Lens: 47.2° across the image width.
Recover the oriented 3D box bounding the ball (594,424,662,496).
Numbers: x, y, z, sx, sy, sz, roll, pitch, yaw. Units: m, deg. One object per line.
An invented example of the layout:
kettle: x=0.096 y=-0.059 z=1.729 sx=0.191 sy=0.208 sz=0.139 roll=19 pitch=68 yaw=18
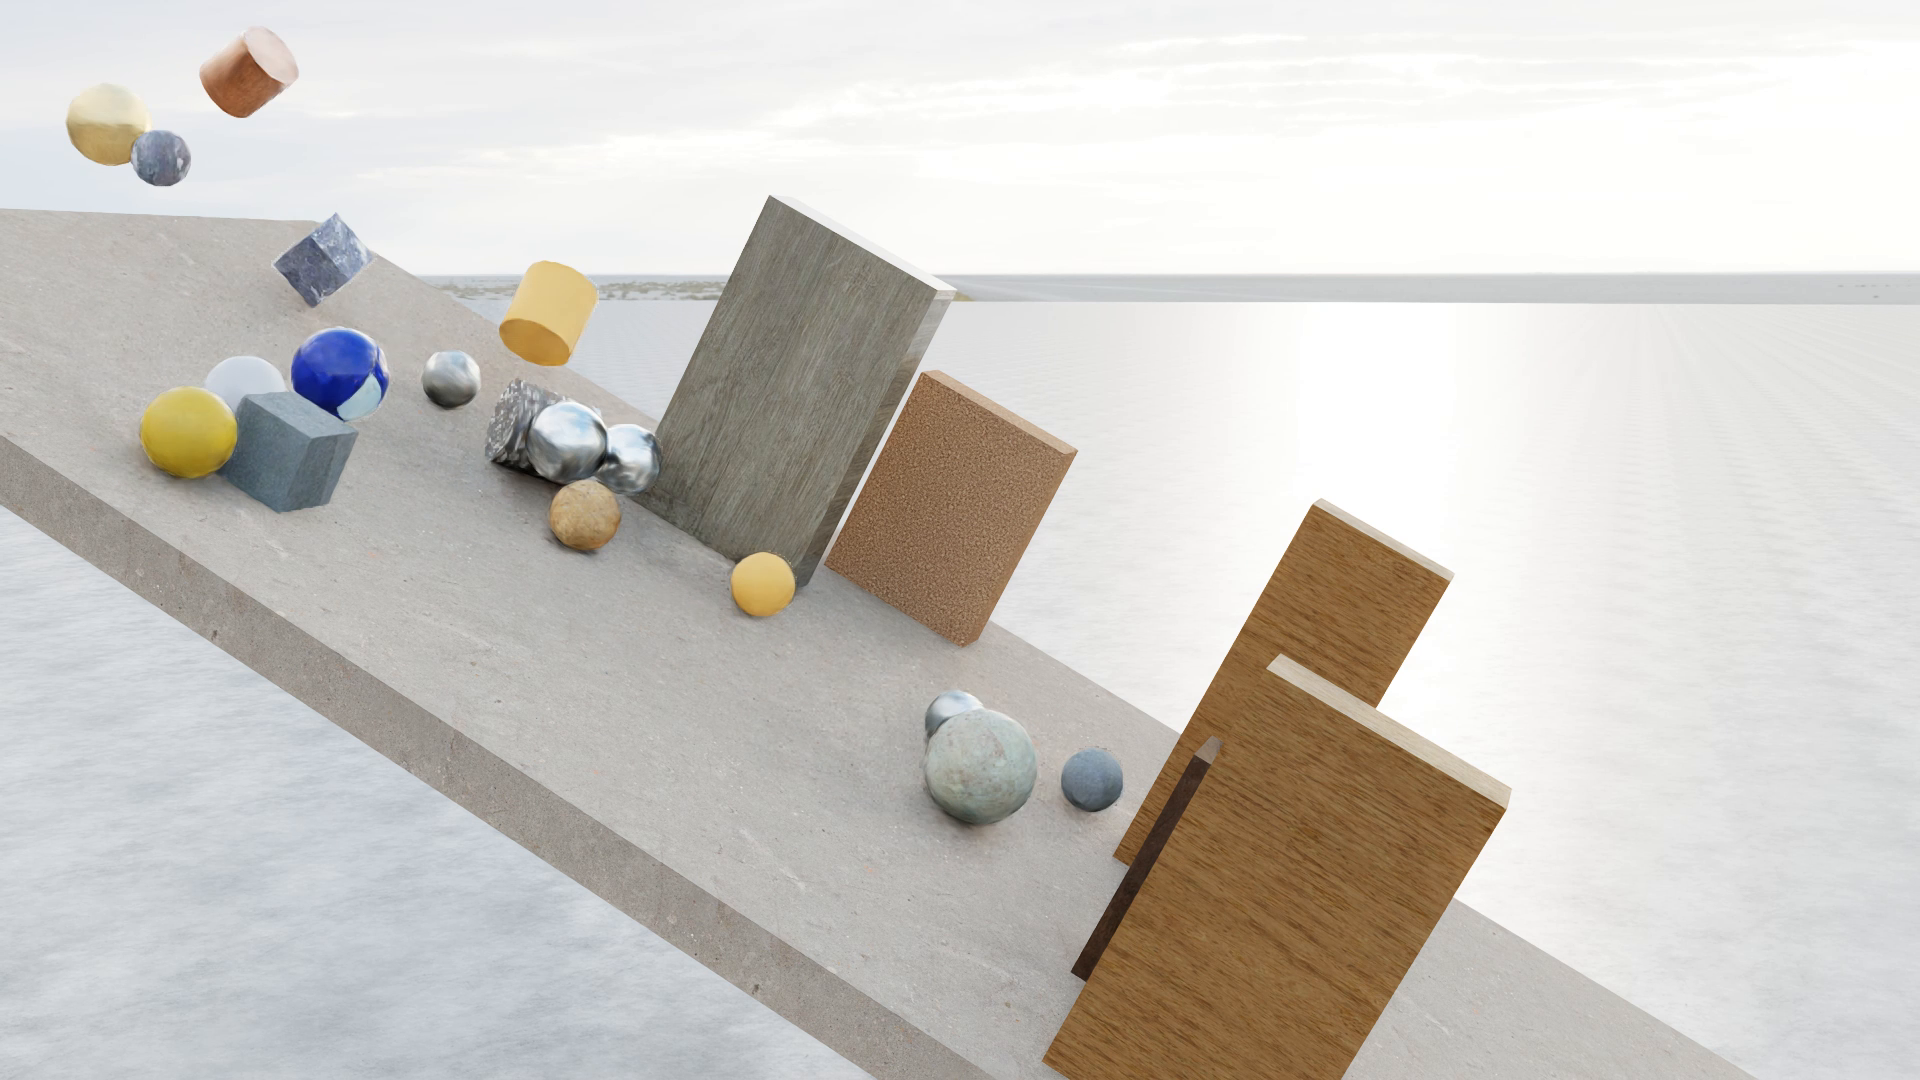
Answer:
ball: x=-0.679 y=-0.164 z=4.474 sx=0.146 sy=0.146 sz=0.146 roll=0 pitch=7 yaw=0

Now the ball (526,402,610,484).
ball: x=-0.766 y=-0.189 z=4.291 sx=0.161 sy=0.161 sz=0.161 roll=0 pitch=7 yaw=0

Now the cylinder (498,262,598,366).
cylinder: x=-0.937 y=-0.514 z=5.007 sx=0.171 sy=0.171 sz=0.171 roll=13 pitch=-31 yaw=8

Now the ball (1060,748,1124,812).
ball: x=0.253 y=0.460 z=4.207 sx=0.121 sy=0.121 sz=0.121 roll=0 pitch=7 yaw=0

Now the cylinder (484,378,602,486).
cylinder: x=-0.843 y=-0.214 z=4.447 sx=0.175 sy=0.175 sz=0.175 roll=21 pitch=-3 yaw=-27

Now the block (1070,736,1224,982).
block: x=0.413 y=0.573 z=3.493 sx=0.289 sy=0.415 sz=0.150 roll=31 pitch=14 yaw=12

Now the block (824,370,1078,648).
block: x=-0.022 y=-0.071 z=4.823 sx=0.363 sy=0.486 sz=0.120 roll=31 pitch=14 yaw=12

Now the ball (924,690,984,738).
ball: x=-0.009 y=0.342 z=4.145 sx=0.117 sy=0.117 sz=0.117 roll=0 pitch=7 yaw=0

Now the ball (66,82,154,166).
ball: x=-1.707 y=-0.834 z=4.415 sx=0.164 sy=0.164 sz=0.164 roll=0 pitch=7 yaw=0

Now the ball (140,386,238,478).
ball: x=-1.259 y=-0.176 z=3.591 sx=0.151 sy=0.151 sz=0.151 roll=0 pitch=7 yaw=0

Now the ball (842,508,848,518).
ball: x=-0.318 y=-0.093 z=5.102 sx=0.123 sy=0.123 sz=0.123 roll=0 pitch=7 yaw=0

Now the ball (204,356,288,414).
ball: x=-1.261 y=-0.255 z=3.883 sx=0.143 sy=0.143 sz=0.143 roll=0 pitch=7 yaw=0

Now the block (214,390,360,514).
block: x=-1.143 y=-0.151 z=3.729 sx=0.145 sy=0.145 sz=0.145 roll=31 pitch=14 yaw=11

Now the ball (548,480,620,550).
ball: x=-0.713 y=-0.047 z=4.179 sx=0.134 sy=0.134 sz=0.134 roll=0 pitch=7 yaw=0

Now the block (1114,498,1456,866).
block: x=0.585 y=0.322 z=4.002 sx=0.276 sy=0.755 sz=0.117 roll=31 pitch=14 yaw=12

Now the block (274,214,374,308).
block: x=-1.383 y=-0.608 z=4.786 sx=0.125 sy=0.125 sz=0.125 roll=-30 pitch=19 yaw=28

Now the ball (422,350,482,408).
ball: x=-1.060 y=-0.336 z=4.585 sx=0.122 sy=0.122 sz=0.122 roll=0 pitch=7 yaw=0

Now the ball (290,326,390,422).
ball: x=-1.175 y=-0.313 z=4.171 sx=0.181 sy=0.181 sz=0.181 roll=0 pitch=7 yaw=0

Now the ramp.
ramp: x=-0.217 y=0.359 z=4.145 sx=4.000 sy=0.100 sz=2.000 roll=31 pitch=14 yaw=12

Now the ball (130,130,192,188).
ball: x=-1.506 y=-0.720 z=4.148 sx=0.108 sy=0.108 sz=0.108 roll=0 pitch=7 yaw=0

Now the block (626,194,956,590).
block: x=-0.356 y=-0.303 z=4.569 sx=0.408 sy=0.708 sz=0.130 roll=31 pitch=14 yaw=12

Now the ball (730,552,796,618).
ball: x=-0.388 y=0.088 z=4.322 sx=0.127 sy=0.127 sz=0.127 roll=0 pitch=7 yaw=0

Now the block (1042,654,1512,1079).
block: x=0.442 y=0.548 z=3.111 sx=0.369 sy=0.670 sz=0.126 roll=31 pitch=14 yaw=12

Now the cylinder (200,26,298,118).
cylinder: x=-1.548 y=-1.019 z=4.791 sx=0.146 sy=0.146 sz=0.146 roll=-29 pitch=-5 yaw=22

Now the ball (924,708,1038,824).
ball: x=0.037 y=0.397 z=3.860 sx=0.201 sy=0.201 sz=0.201 roll=0 pitch=7 yaw=0
